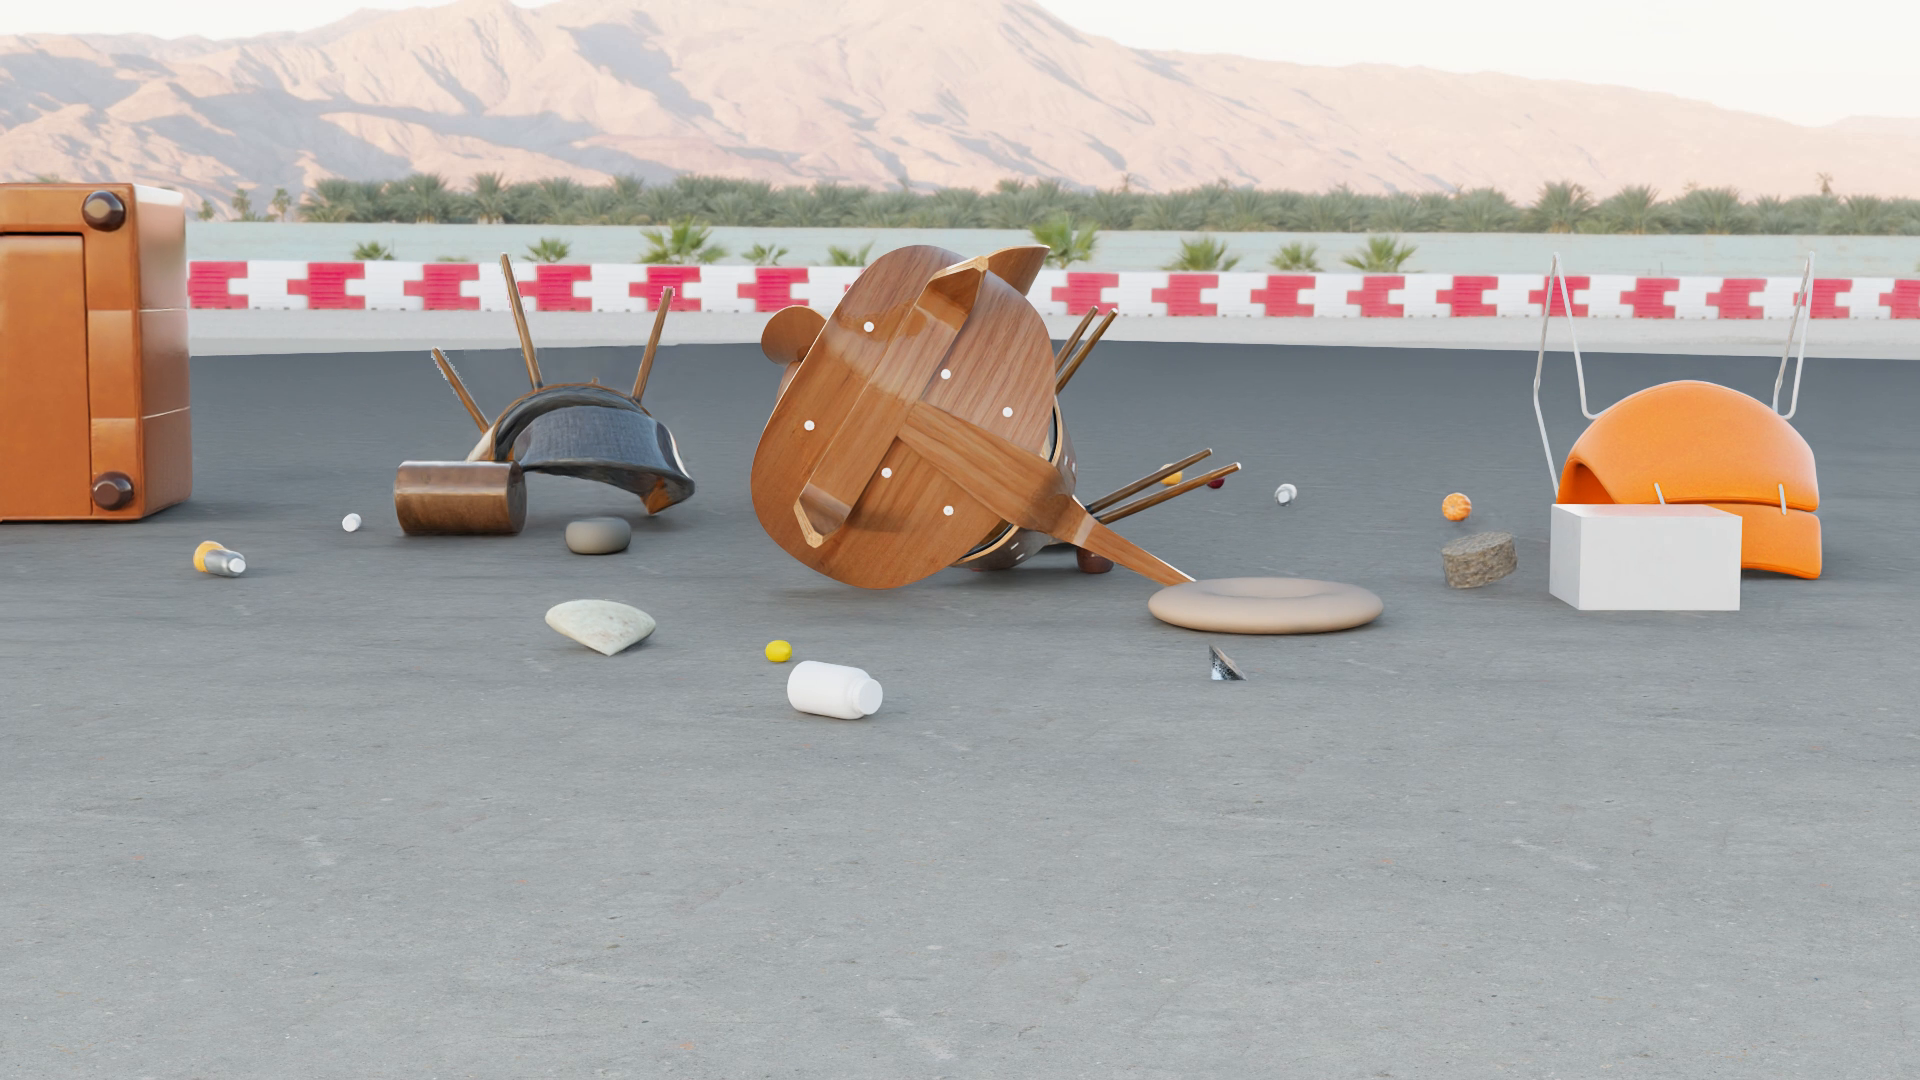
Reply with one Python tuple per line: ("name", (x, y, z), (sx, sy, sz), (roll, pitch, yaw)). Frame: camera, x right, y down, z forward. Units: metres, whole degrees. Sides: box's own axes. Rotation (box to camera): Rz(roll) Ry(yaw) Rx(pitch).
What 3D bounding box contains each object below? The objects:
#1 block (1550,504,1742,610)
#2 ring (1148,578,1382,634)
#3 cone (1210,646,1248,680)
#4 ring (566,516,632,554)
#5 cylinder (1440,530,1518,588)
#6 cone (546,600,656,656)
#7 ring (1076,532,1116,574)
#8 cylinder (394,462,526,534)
("block", (1.383, 0.032, 5.196), (0.315, 0.185, 0.275), (0, 6, 1))
("ring", (0.583, 0.124, 4.897), (0.436, 0.066, 0.466), (6, 9, 44))
("cone", (0.426, 0.214, 4.196), (0.082, 0.040, 0.096), (46, 9, 13))
("ring", (-0.867, -0.011, 6.150), (0.155, 0.077, 0.235), (-1, 5, 0))
("cylinder", (1.102, 0.041, 5.445), (0.162, 0.076, 0.111), (-17, 17, -13))
("cone", (-0.624, 0.174, 4.514), (0.198, 0.084, 0.144), (7, 21, -17))
("ring", (0.305, 0.028, 5.750), (0.088, 0.081, 0.194), (-1, 7, 6))
("cylinder", (-1.270, -0.108, 6.543), (0.282, 0.180, 0.252), (0, -11, 2))
